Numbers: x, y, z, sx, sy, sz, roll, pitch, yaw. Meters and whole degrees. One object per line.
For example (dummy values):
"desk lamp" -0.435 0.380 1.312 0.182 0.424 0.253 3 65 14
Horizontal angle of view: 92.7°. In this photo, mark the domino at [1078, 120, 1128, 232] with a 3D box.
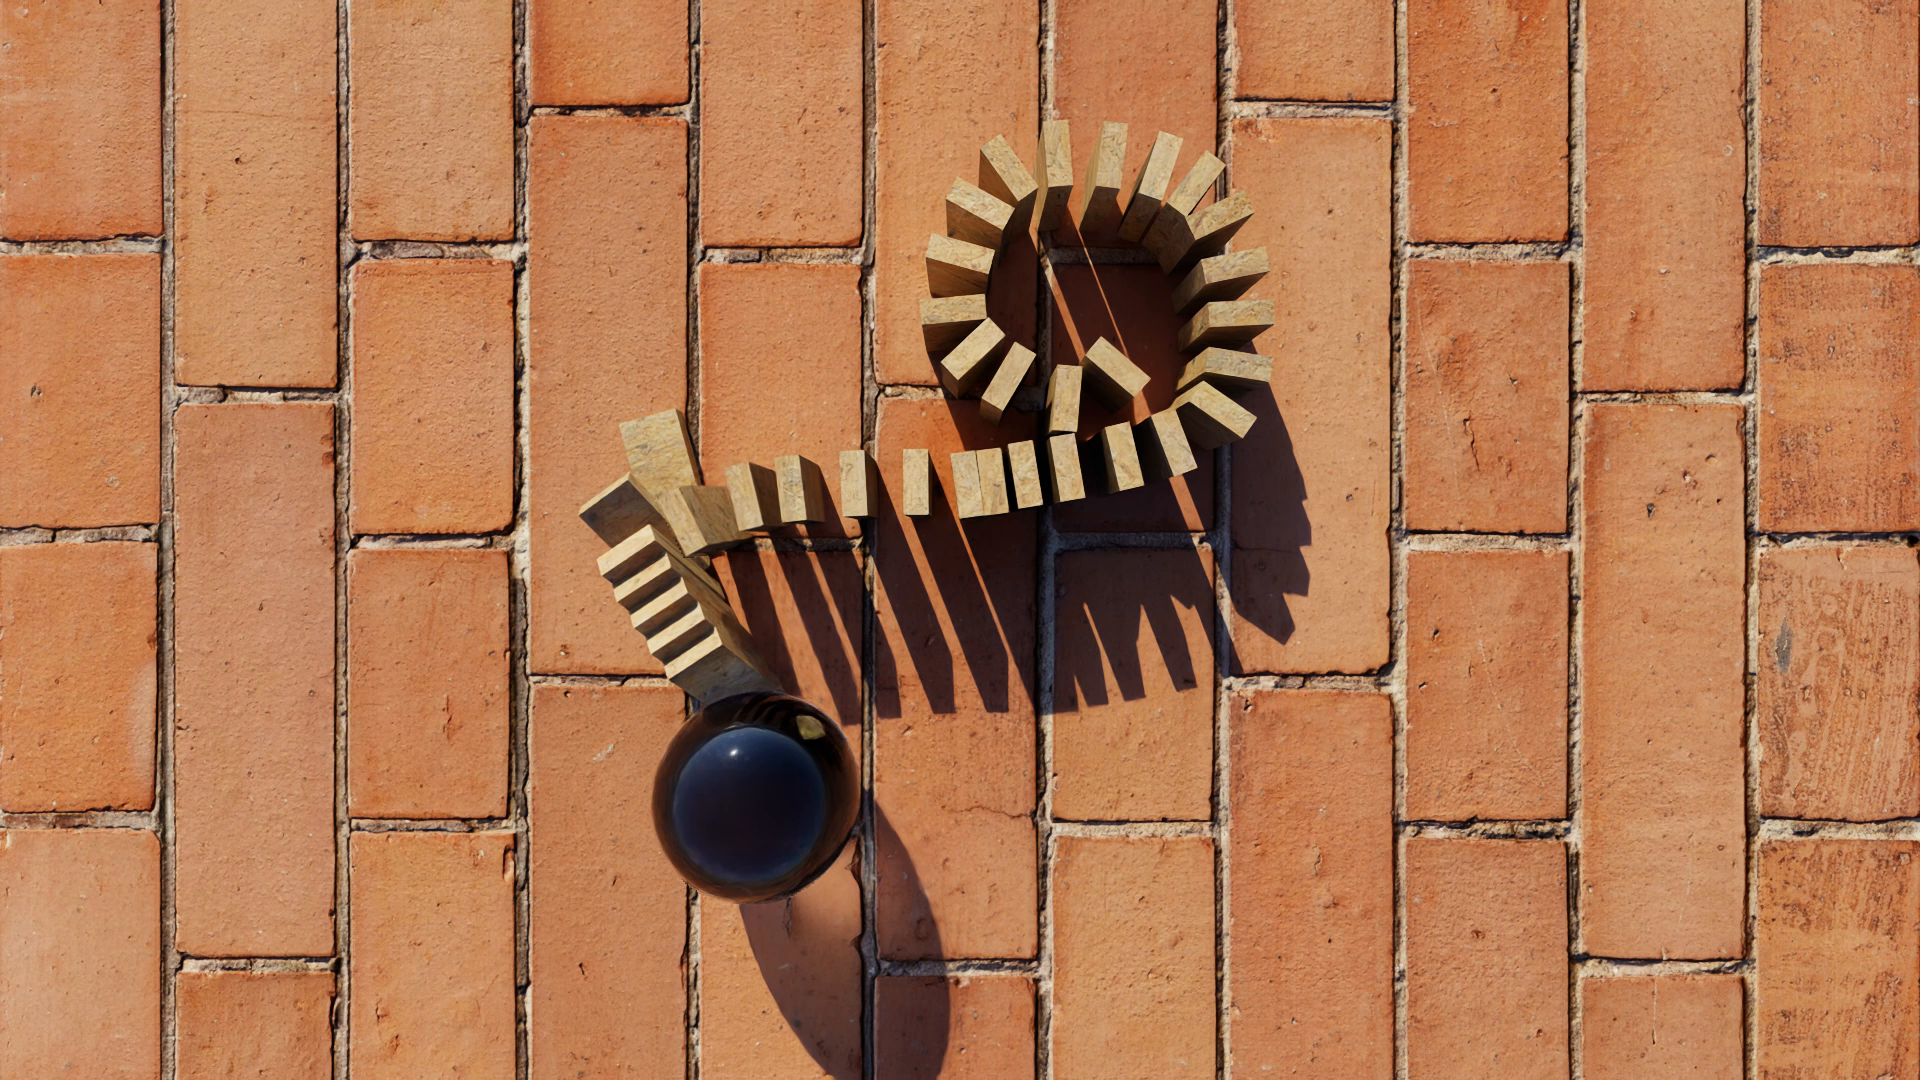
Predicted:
"domino" 0.058 -0.147 0.375 0.009 0.050 0.025 7 90 0

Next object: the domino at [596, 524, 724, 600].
"domino" -0.122 0.016 0.377 0.025 0.050 0.009 -34 53 0

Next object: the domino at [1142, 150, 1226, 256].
"domino" 0.090 -0.136 0.375 0.009 0.050 0.025 37 90 0

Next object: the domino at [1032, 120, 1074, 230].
"domino" 0.038 -0.148 0.375 0.009 0.050 0.025 -5 90 0

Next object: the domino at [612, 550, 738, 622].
"domino" -0.116 0.027 0.377 0.025 0.050 0.009 -33 53 0

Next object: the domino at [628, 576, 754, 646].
"domino" -0.110 0.037 0.377 0.025 0.050 0.010 -33 53 0

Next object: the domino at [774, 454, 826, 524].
"domino" -0.065 -0.020 0.375 0.010 0.050 0.025 -7 90 0

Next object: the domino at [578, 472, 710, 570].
"domino" -0.131 -0.001 0.384 0.025 0.009 0.050 -35 118 3

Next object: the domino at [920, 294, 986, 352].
"domino" -0.003 -0.088 0.375 0.025 0.050 0.009 -5 90 0

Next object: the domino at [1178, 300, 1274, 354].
"domino" 0.108 -0.087 0.375 0.025 0.050 0.010 -3 90 0

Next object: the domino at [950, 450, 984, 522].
"domino" 0.003 -0.021 0.375 0.009 0.050 0.025 -8 90 0

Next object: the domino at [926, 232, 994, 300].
"domino" 0.000 -0.110 0.375 0.025 0.050 0.010 15 90 0

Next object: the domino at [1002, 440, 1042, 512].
"domino" 0.025 -0.025 0.375 0.009 0.050 0.025 -9 90 0

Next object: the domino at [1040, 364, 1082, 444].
"domino" 0.041 -0.054 0.375 0.009 0.050 0.025 5 90 0

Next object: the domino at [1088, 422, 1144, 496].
"domino" 0.063 -0.032 0.375 0.010 0.050 0.025 -13 90 0

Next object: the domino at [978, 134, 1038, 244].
"domino" 0.019 -0.142 0.375 0.009 0.050 0.025 -36 90 0

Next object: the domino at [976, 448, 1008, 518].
"domino" 0.012 -0.022 0.375 0.009 0.050 0.025 -7 90 0

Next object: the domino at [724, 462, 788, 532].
"domino" -0.082 -0.017 0.375 0.010 0.050 0.025 -13 90 0

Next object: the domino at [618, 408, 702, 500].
"domino" -0.127 -0.029 0.395 0.025 0.009 0.050 -15 90 0

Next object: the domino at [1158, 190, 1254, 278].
"domino" 0.099 -0.124 0.375 0.025 0.050 0.010 -25 90 0

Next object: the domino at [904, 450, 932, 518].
"domino" -0.017 -0.022 0.375 0.010 0.050 0.025 0 90 0

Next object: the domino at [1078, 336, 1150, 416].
"domino" 0.060 -0.066 0.375 0.025 0.050 0.010 40 90 0

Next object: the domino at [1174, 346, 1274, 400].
"domino" 0.107 -0.067 0.375 0.025 0.050 0.009 9 90 0

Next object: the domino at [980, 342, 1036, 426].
"domino" 0.019 -0.063 0.375 0.010 0.050 0.025 31 90 0

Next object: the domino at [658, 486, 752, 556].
"domino" -0.103 -0.009 0.375 0.009 0.050 0.025 -27 90 8

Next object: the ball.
"ball" -0.079 0.100 0.360 0.080 0.080 0.080 0 90 0

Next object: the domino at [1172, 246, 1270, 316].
"domino" 0.105 -0.105 0.375 0.025 0.050 0.009 -11 90 0

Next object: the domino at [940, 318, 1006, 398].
"domino" 0.005 -0.073 0.375 0.025 0.050 0.010 -43 90 0

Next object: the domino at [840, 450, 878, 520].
"domino" -0.041 -0.022 0.375 0.009 0.050 0.025 -3 90 0

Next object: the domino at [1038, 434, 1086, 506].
"domino" 0.041 -0.028 0.375 0.009 0.050 0.025 -10 90 0

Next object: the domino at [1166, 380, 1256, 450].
"domino" 0.101 -0.050 0.375 0.025 0.050 0.010 35 90 0

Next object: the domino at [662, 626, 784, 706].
"domino" -0.096 0.057 0.377 0.025 0.050 0.009 -33 53 0

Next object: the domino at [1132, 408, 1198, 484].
"domino" 0.082 -0.038 0.375 0.010 0.050 0.025 -21 90 0

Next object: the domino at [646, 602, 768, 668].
"domino" -0.103 0.047 0.377 0.025 0.050 0.010 -33 53 0

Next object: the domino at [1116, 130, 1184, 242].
"domino" 0.077 -0.143 0.375 0.010 0.050 0.025 19 90 0

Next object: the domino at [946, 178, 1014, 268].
"domino" 0.008 -0.129 0.375 0.025 0.050 0.010 29 90 0
